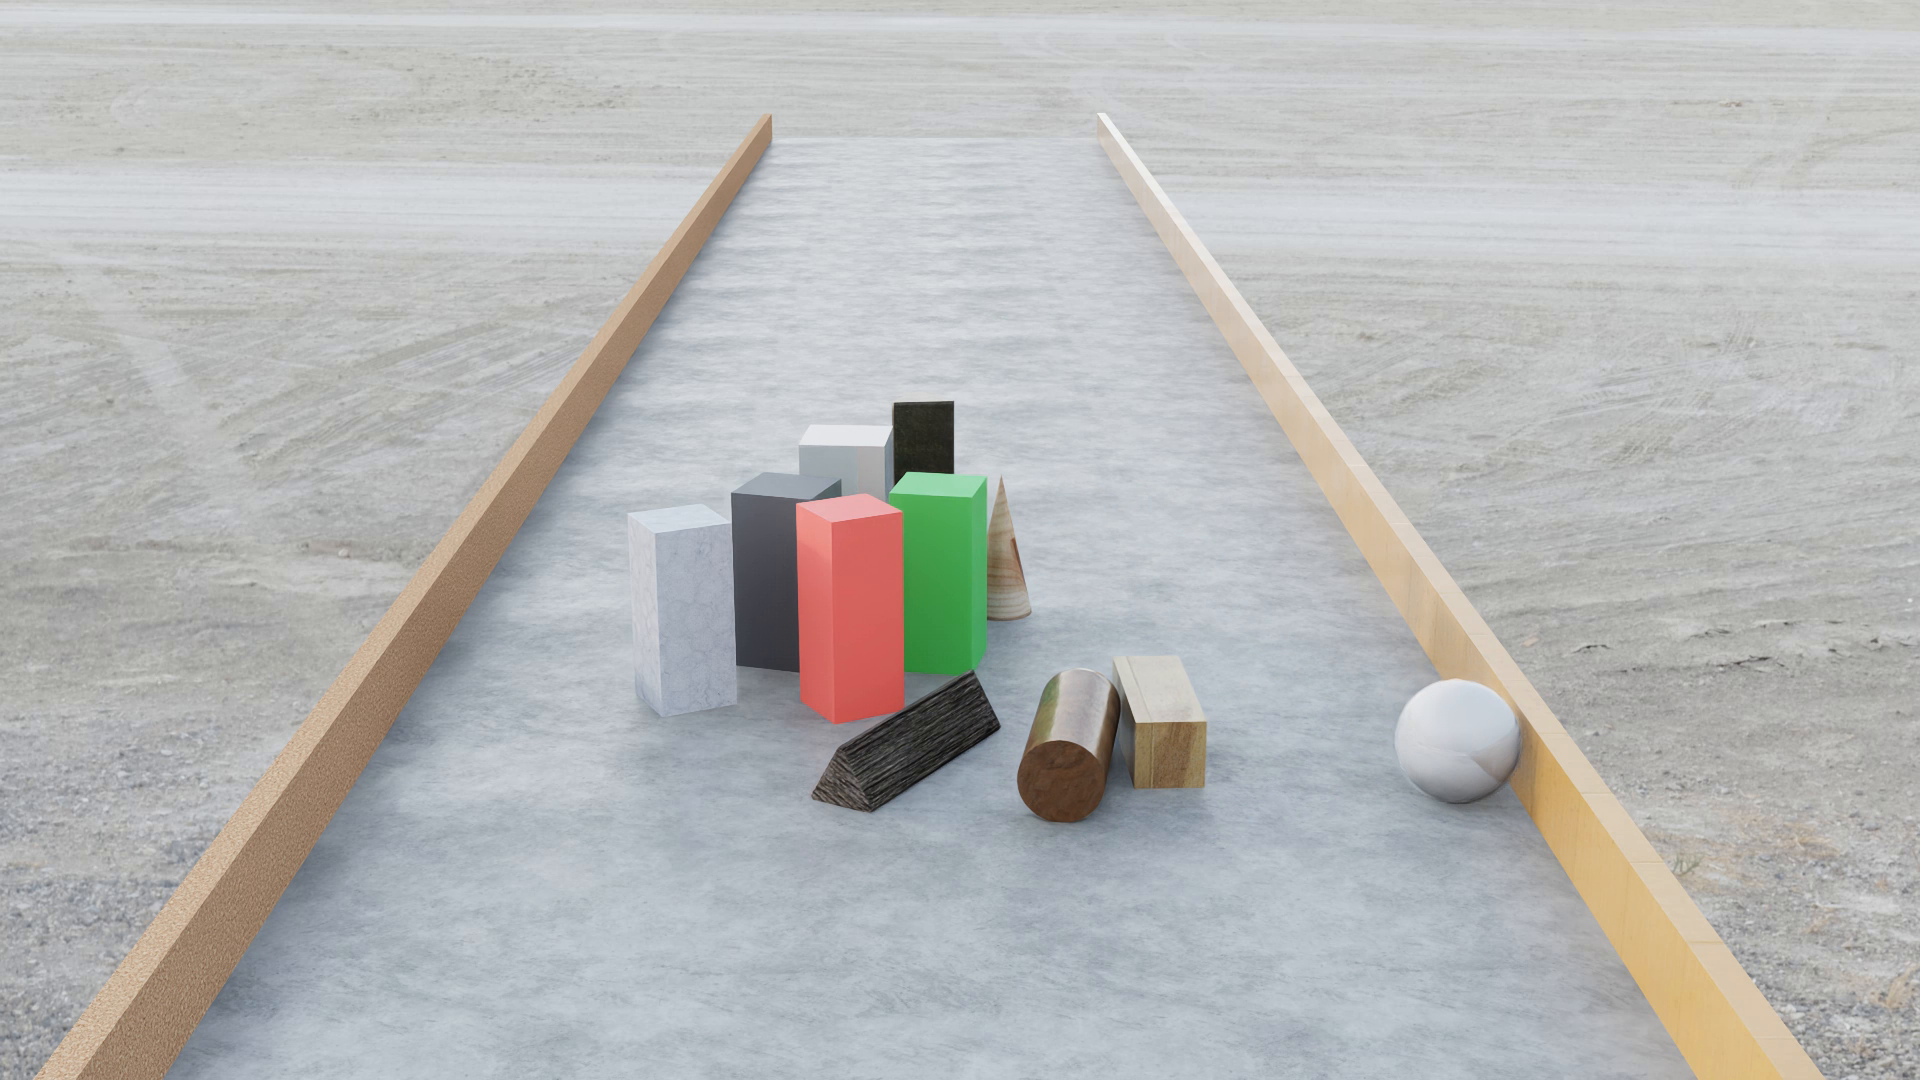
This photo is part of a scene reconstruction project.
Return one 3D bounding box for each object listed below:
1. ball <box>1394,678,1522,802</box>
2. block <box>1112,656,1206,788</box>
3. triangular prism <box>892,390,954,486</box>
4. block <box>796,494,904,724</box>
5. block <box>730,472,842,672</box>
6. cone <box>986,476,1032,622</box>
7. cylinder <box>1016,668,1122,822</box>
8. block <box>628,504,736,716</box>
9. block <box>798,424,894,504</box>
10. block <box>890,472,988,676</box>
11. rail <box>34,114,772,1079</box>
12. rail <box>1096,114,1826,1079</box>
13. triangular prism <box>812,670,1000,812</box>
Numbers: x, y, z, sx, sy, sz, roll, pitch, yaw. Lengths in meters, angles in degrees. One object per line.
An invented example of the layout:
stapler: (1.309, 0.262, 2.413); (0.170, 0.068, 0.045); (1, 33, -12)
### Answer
ball: (0.842, 0.339, 3.720); (0.209, 0.209, 0.209); (0, 17, 0)
block: (0.352, 0.321, 3.932); (0.122, 0.122, 0.337); (-1, 17, -3)
triangular prism: (-0.087, -0.122, 4.914); (0.135, 0.412, 0.117); (-2, 17, -6)
block: (-0.205, 0.127, 4.116); (0.146, 0.390, 0.146); (-9, 19, -28)
block: (-0.342, 0.064, 4.386); (0.167, 0.357, 0.167); (5, 17, 17)
cone: (0.087, 0.007, 4.670); (0.134, 0.305, 0.134); (0, 17, 0)
cylinder: (0.192, 0.349, 3.796); (0.147, 0.147, 0.353); (2, 17, 8)
block: (-0.525, 0.131, 4.159); (0.150, 0.358, 0.150); (-8, 19, -26)
block: (-0.237, -0.032, 4.648); (0.177, 0.390, 0.177); (1, 17, 4)
block: (-0.041, 0.066, 4.365); (0.163, 0.365, 0.163); (3, 17, 11)
rail: (-1.118, -0.838, 7.780); (0.050, 0.150, 12.000); (0, 17, -1)
rail: (0.932, -0.844, 7.801); (0.050, 0.150, 12.000); (0, 17, -1)
triangular prism: (-0.089, 0.342, 3.882); (0.121, 0.105, 0.444); (9, 19, 29)
